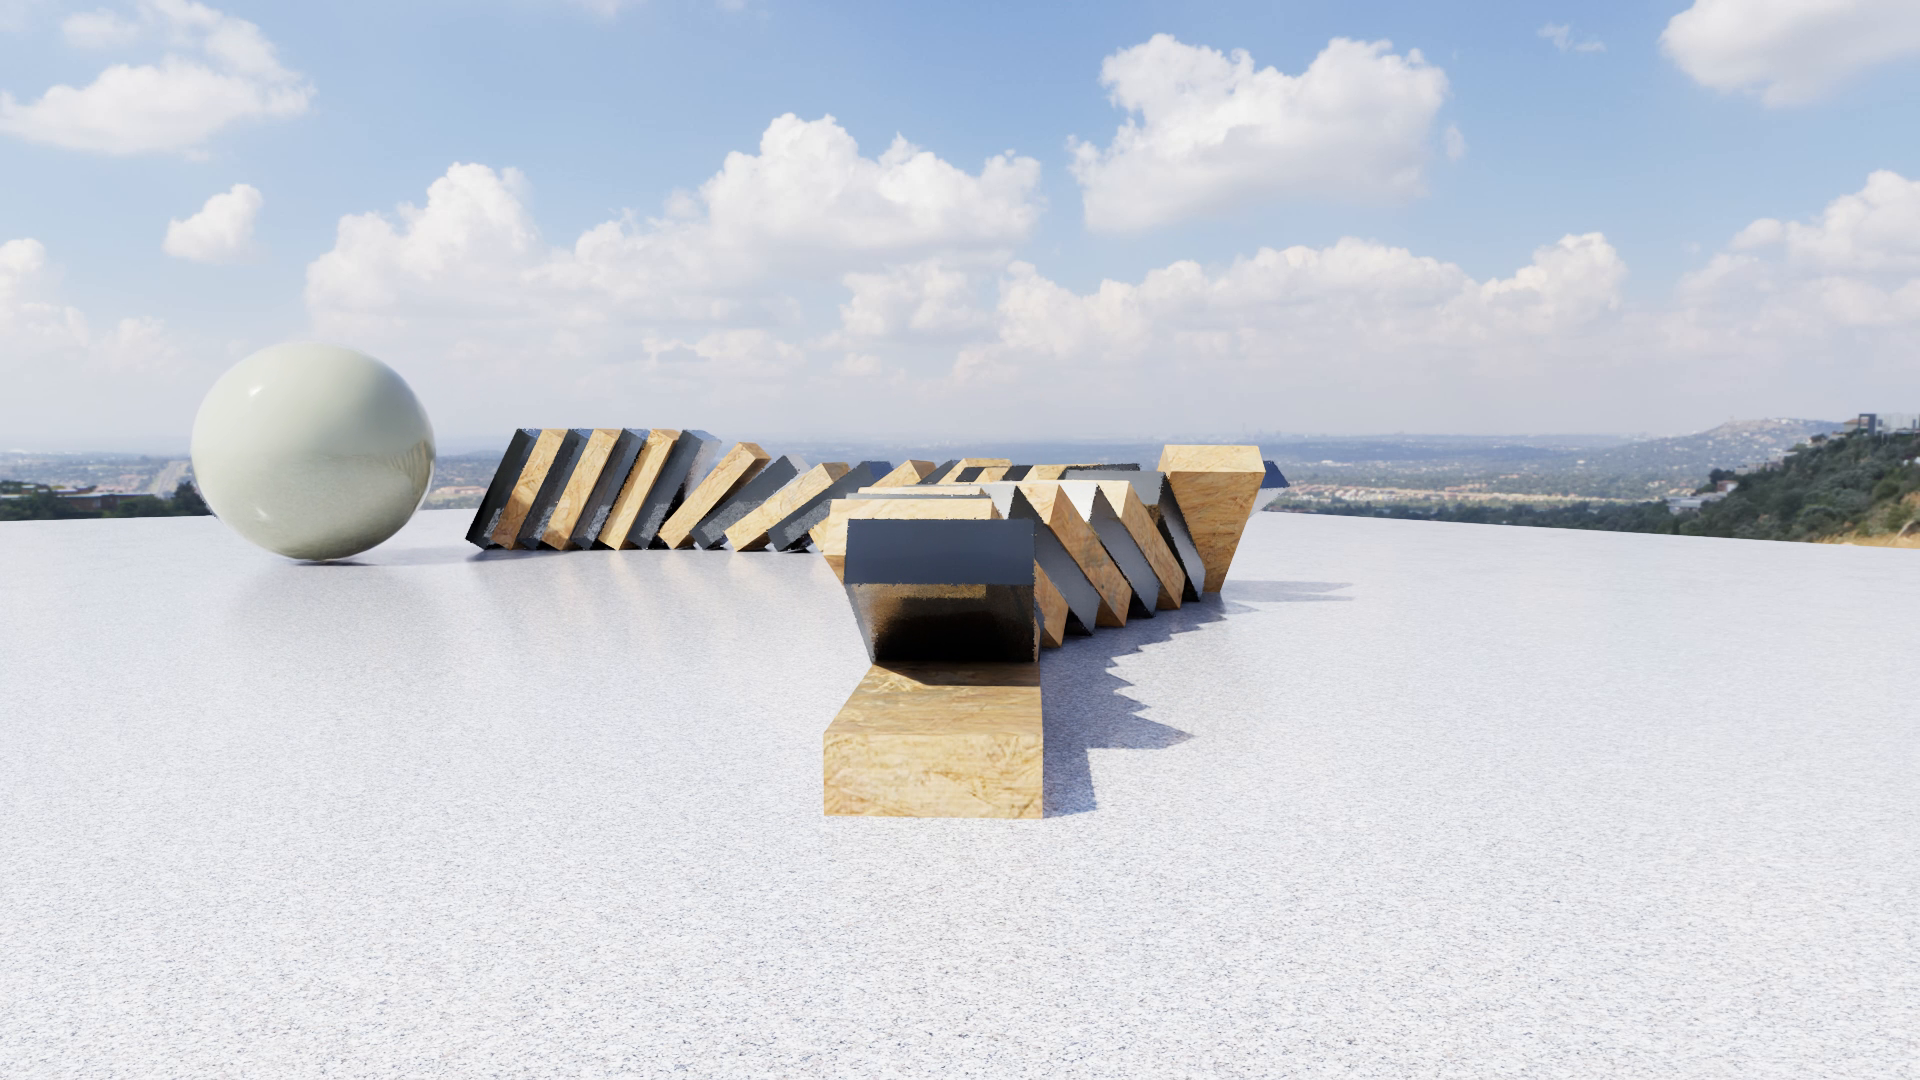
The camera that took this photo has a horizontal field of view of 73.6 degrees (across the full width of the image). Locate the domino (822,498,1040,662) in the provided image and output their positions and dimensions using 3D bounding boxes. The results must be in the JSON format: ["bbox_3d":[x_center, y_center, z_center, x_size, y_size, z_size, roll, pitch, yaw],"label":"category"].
[{"bbox_3d":[-0.003,0.009,0.213,0.025,0.010,0.050,0,-27,13],"label":"domino"}]

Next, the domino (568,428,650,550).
[{"bbox_3d":[-0.139,-0.021,0.521,0.009,0.050,0.025,28,7,4],"label":"domino"}]

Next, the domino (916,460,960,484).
[{"bbox_3d":[-0.016,-0.013,0.491,0.050,0.009,0.025,-34,-12,20],"label":"domino"}]

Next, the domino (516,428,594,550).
[{"bbox_3d":[-0.160,-0.021,0.521,0.009,0.050,0.025,28,7,4],"label":"domino"}]

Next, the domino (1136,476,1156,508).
[{"bbox_3d":[0.055,-0.005,0.382,0.025,0.010,0.050,-8,-28,-50],"label":"domino"}]

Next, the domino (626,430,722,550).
[{"bbox_3d":[-0.116,-0.021,0.523,0.009,0.050,0.025,30,7,4],"label":"domino"}]

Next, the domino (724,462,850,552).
[{"bbox_3d":[-0.067,-0.013,0.511,0.050,0.009,0.025,-33,-6,17],"label":"domino"}]

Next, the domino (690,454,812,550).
[{"bbox_3d":[-0.084,-0.016,0.520,0.050,0.009,0.025,-38,-1,8],"label":"domino"}]

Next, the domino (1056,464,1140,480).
[{"bbox_3d":[0.033,-0.005,0.388,0.025,0.009,0.050,-4,-29,-30],"label":"domino"}]

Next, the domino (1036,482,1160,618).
[{"bbox_3d":[0.027,0.003,0.302,0.025,0.010,0.050,2,-26,28],"label":"domino"}]

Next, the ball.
[{"bbox_3d":[-0.234,-0.033,0.467,0.080,0.080,0.080,0,4,0],"label":"ball"}]

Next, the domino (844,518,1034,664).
[{"bbox_3d":[-0.001,0.012,0.193,0.025,0.010,0.050,0,-25,3],"label":"domino"}]

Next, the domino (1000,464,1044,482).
[{"bbox_3d":[0.019,-0.007,0.420,0.025,0.010,0.050,-2,-29,-28],"label":"domino"}]

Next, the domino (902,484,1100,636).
[{"bbox_3d":[0.009,0.005,0.269,0.025,0.010,0.050,1,-27,28],"label":"domino"}]

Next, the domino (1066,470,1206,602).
[{"bbox_3d":[0.046,0.000,0.333,0.025,0.009,0.050,2,-29,25],"label":"domino"}]

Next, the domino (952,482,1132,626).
[{"bbox_3d":[0.018,0.004,0.285,0.025,0.010,0.050,2,-27,28],"label":"domino"}]

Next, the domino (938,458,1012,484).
[{"bbox_3d":[-0.004,-0.012,0.474,0.025,0.010,0.050,-3,-31,-48],"label":"domino"}]

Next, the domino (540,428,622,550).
[{"bbox_3d":[-0.150,-0.021,0.520,0.009,0.050,0.025,28,7,4],"label":"domino"}]

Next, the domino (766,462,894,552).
[{"bbox_3d":[-0.050,-0.013,0.504,0.050,0.010,0.025,-34,-8,17],"label":"domino"}]

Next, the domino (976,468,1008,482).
[{"bbox_3d":[0.011,-0.008,0.438,0.025,0.009,0.050,-2,-28,-28],"label":"domino"}]

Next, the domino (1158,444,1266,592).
[{"bbox_3d":[0.064,-0.005,0.351,0.025,0.009,0.050,0,-41,-6],"label":"domino"}]

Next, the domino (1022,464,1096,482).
[{"bbox_3d":[0.025,-0.006,0.403,0.025,0.009,0.050,-3,-29,-28],"label":"domino"}]

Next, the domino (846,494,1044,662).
[{"bbox_3d":[-0.002,0.008,0.233,0.025,0.009,0.050,1,-27,16],"label":"domino"}]

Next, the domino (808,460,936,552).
[{"bbox_3d":[-0.032,-0.013,0.498,0.050,0.009,0.025,-34,-10,18],"label":"domino"}]

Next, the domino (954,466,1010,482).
[{"bbox_3d":[0.003,-0.009,0.454,0.025,0.009,0.050,-2,-27,-30],"label":"domino"}]

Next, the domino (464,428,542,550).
[{"bbox_3d":[-0.182,-0.021,0.524,0.009,0.050,0.025,28,7,4],"label":"domino"}]

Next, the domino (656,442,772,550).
[{"bbox_3d":[-0.100,-0.018,0.523,0.009,0.050,0.025,44,7,2],"label":"domino"}]

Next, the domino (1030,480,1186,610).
[{"bbox_3d":[0.037,0.002,0.318,0.025,0.009,0.050,2,-26,28],"label":"domino"}]

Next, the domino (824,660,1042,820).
[{"bbox_3d":[-0.002,0.025,0.171,0.025,0.009,0.050,0,4,3],"label":"domino"}]

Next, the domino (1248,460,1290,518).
[{"bbox_3d":[0.070,-0.005,0.377,0.050,0.009,0.025,-41,-21,32],"label":"domino"}]

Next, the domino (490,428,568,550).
[{"bbox_3d":[-0.171,-0.021,0.523,0.009,0.050,0.025,28,7,4],"label":"domino"}]

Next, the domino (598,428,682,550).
[{"bbox_3d":[-0.128,-0.021,0.522,0.009,0.050,0.025,29,7,4],"label":"domino"}]

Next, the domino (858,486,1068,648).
[{"bbox_3d":[0.001,0.006,0.252,0.025,0.010,0.050,1,-28,26],"label":"domino"}]
